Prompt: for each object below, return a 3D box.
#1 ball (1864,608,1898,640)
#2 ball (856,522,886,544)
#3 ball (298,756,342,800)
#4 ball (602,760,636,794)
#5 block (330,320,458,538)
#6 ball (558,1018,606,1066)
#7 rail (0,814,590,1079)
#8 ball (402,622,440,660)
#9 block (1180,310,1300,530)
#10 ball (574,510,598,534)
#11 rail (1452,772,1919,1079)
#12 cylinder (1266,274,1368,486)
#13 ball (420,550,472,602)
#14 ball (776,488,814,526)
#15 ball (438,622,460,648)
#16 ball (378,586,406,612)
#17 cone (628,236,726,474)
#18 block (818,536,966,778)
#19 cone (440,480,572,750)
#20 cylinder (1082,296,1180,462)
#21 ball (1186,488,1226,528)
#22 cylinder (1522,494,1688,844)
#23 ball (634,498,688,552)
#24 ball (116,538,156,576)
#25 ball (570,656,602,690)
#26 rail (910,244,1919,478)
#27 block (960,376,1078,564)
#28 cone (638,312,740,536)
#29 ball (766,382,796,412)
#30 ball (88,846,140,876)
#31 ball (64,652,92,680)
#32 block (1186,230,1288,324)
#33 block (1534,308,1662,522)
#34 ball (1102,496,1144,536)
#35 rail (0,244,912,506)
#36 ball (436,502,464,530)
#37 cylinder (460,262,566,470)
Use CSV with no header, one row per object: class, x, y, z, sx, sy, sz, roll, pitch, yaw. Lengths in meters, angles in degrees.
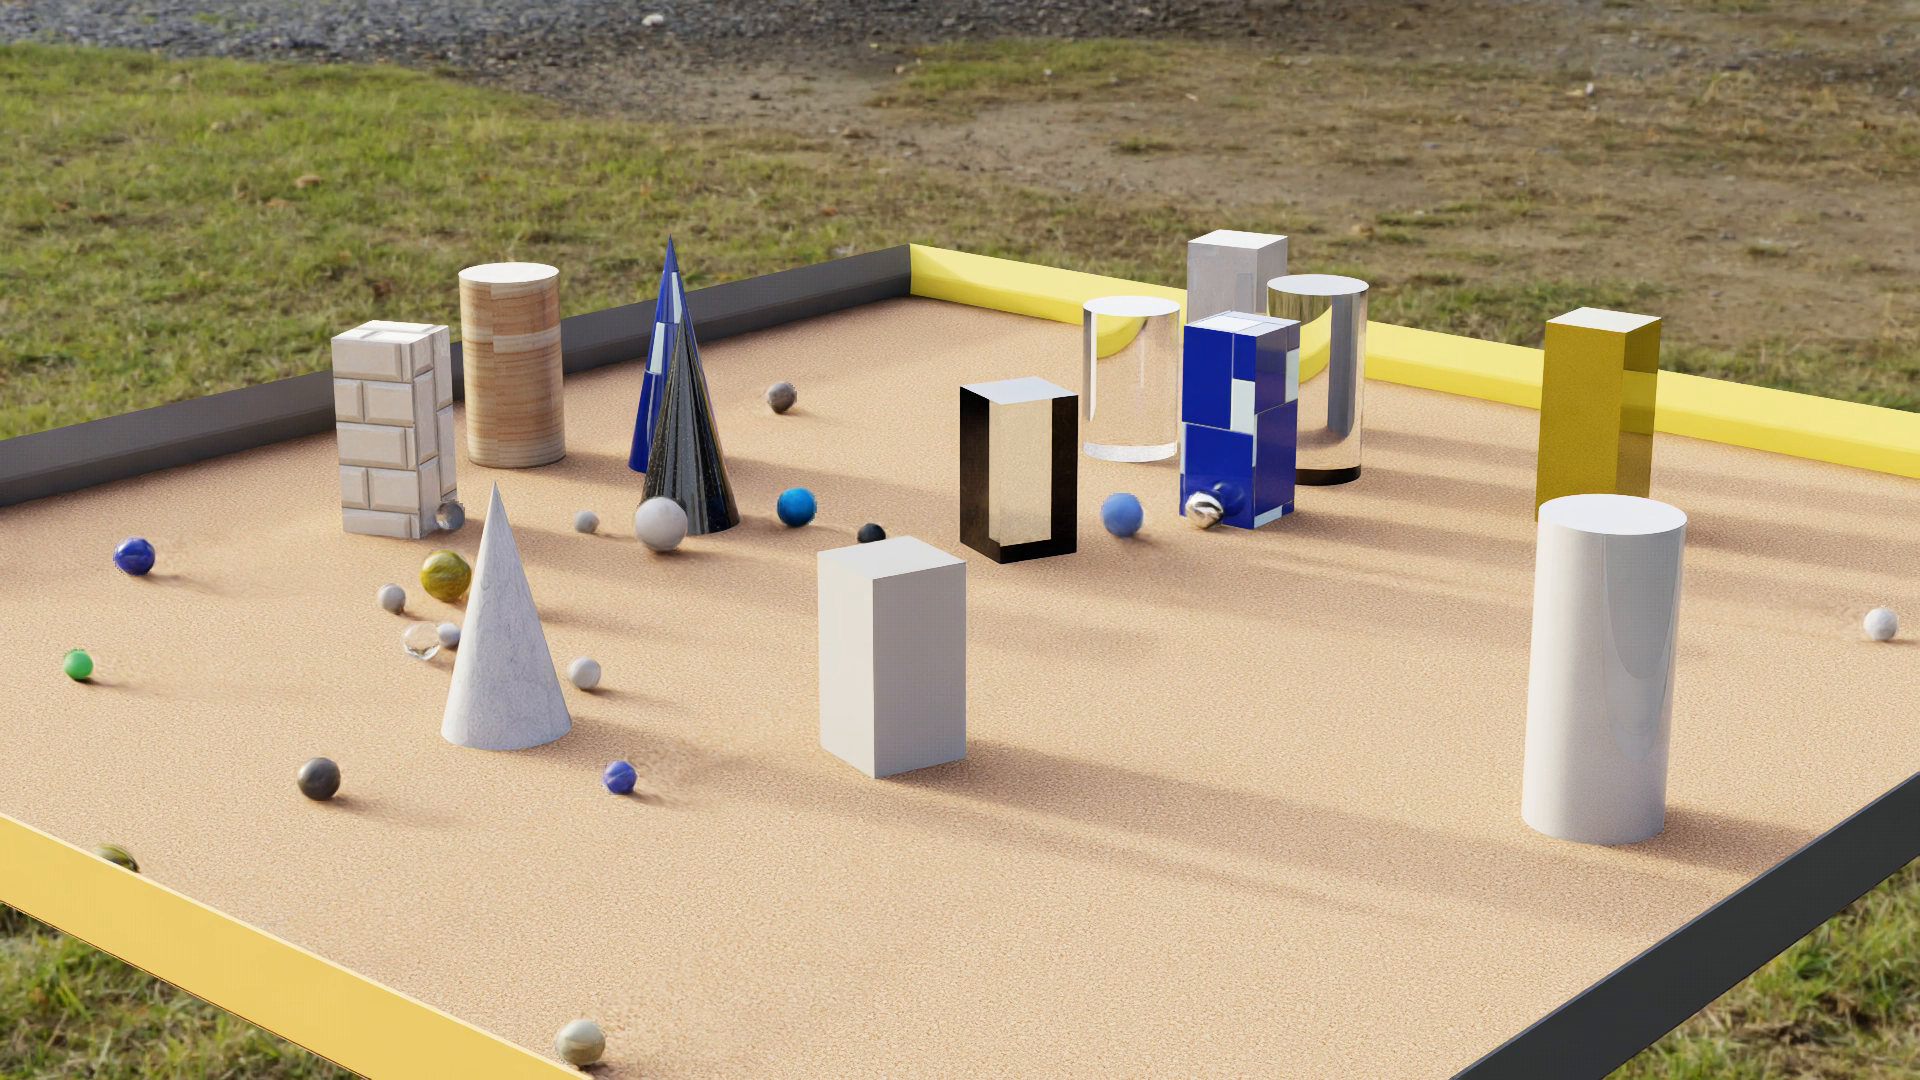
ball,1.537,0.141,4.892,0.055,0.055,0.055,0,17,0
ball,-0.163,-0.006,5.384,0.053,0.053,0.053,0,17,0
ball,-0.920,0.342,4.210,0.062,0.062,0.062,0,17,0
ball,-0.491,0.343,4.233,0.049,0.049,0.049,0,17,0
block,-1.059,-0.209,5.503,0.159,0.372,0.159,5,18,17
ball,-0.441,0.585,3.416,0.055,0.055,0.055,0,17,0
rail,-1.185,0.426,3.813,3.520,0.129,0.045,14,22,39
ball,-0.882,0.166,4.799,0.061,0.061,0.061,0,17,0
block,0.531,-0.230,5.571,0.159,0.373,0.159,12,21,35
ball,-0.699,-0.034,5.490,0.045,0.045,0.045,0,17,0
rail,1.311,0.361,4.030,0.045,0.129,3.663,14,22,39
cylinder,0.707,-0.320,5.850,0.199,0.385,0.199,0,17,0
ball,-0.894,0.061,5.096,0.089,0.089,0.089,0,17,0
ball,-0.310,-0.061,5.534,0.072,0.072,0.072,0,17,0
ball,-0.848,0.158,4.859,0.041,0.041,0.041,0,17,0
ball,-0.975,0.101,5.037,0.047,0.047,0.047,0,17,0
cone,-0.577,-0.385,5.909,0.199,0.475,0.199,0,17,0
block,-0.101,0.171,4.355,0.159,0.306,0.159,-10,20,-31
cone,-0.696,0.097,4.444,0.199,0.397,0.199,0,17,0
cylinder,0.351,-0.333,6.035,0.199,0.303,0.199,0,17,0
ball,0.462,-0.059,5.521,0.075,0.075,0.075,0,17,0
cylinder,0.895,0.179,4.086,0.199,0.448,0.199,0,17,0
ball,-0.549,-0.027,5.374,0.099,0.099,0.099,0,17,0
ball,-1.472,0.029,5.239,0.069,0.069,0.069,0,17,0
ball,-0.595,0.212,4.662,0.052,0.052,0.052,0,17,0
rail,1.185,-0.361,6.427,3.520,0.129,0.045,14,22,39
block,0.107,-0.129,5.368,0.159,0.298,0.159,-8,19,-26
cone,-0.518,-0.233,5.519,0.199,0.410,0.199,0,17,0
ball,-0.391,-0.310,6.374,0.064,0.064,0.064,0,17,0
ball,-1.117,0.442,3.839,0.085,0.085,0.085,0,17,0
ball,-1.415,0.202,4.707,0.045,0.045,0.045,0,17,0
block,0.588,-0.447,6.252,0.159,0.395,0.159,9,19,28
block,1.202,-0.225,5.529,0.159,0.389,0.159,12,21,35
ball,0.304,-0.045,5.468,0.078,0.078,0.078,0,17,0
rail,-1.311,-0.296,6.210,0.045,0.129,3.663,14,22,39
ball,-0.959,-0.046,5.516,0.052,0.052,0.052,0,17,0
cylinder,-0.910,-0.356,5.969,0.199,0.385,0.199,0,17,0
